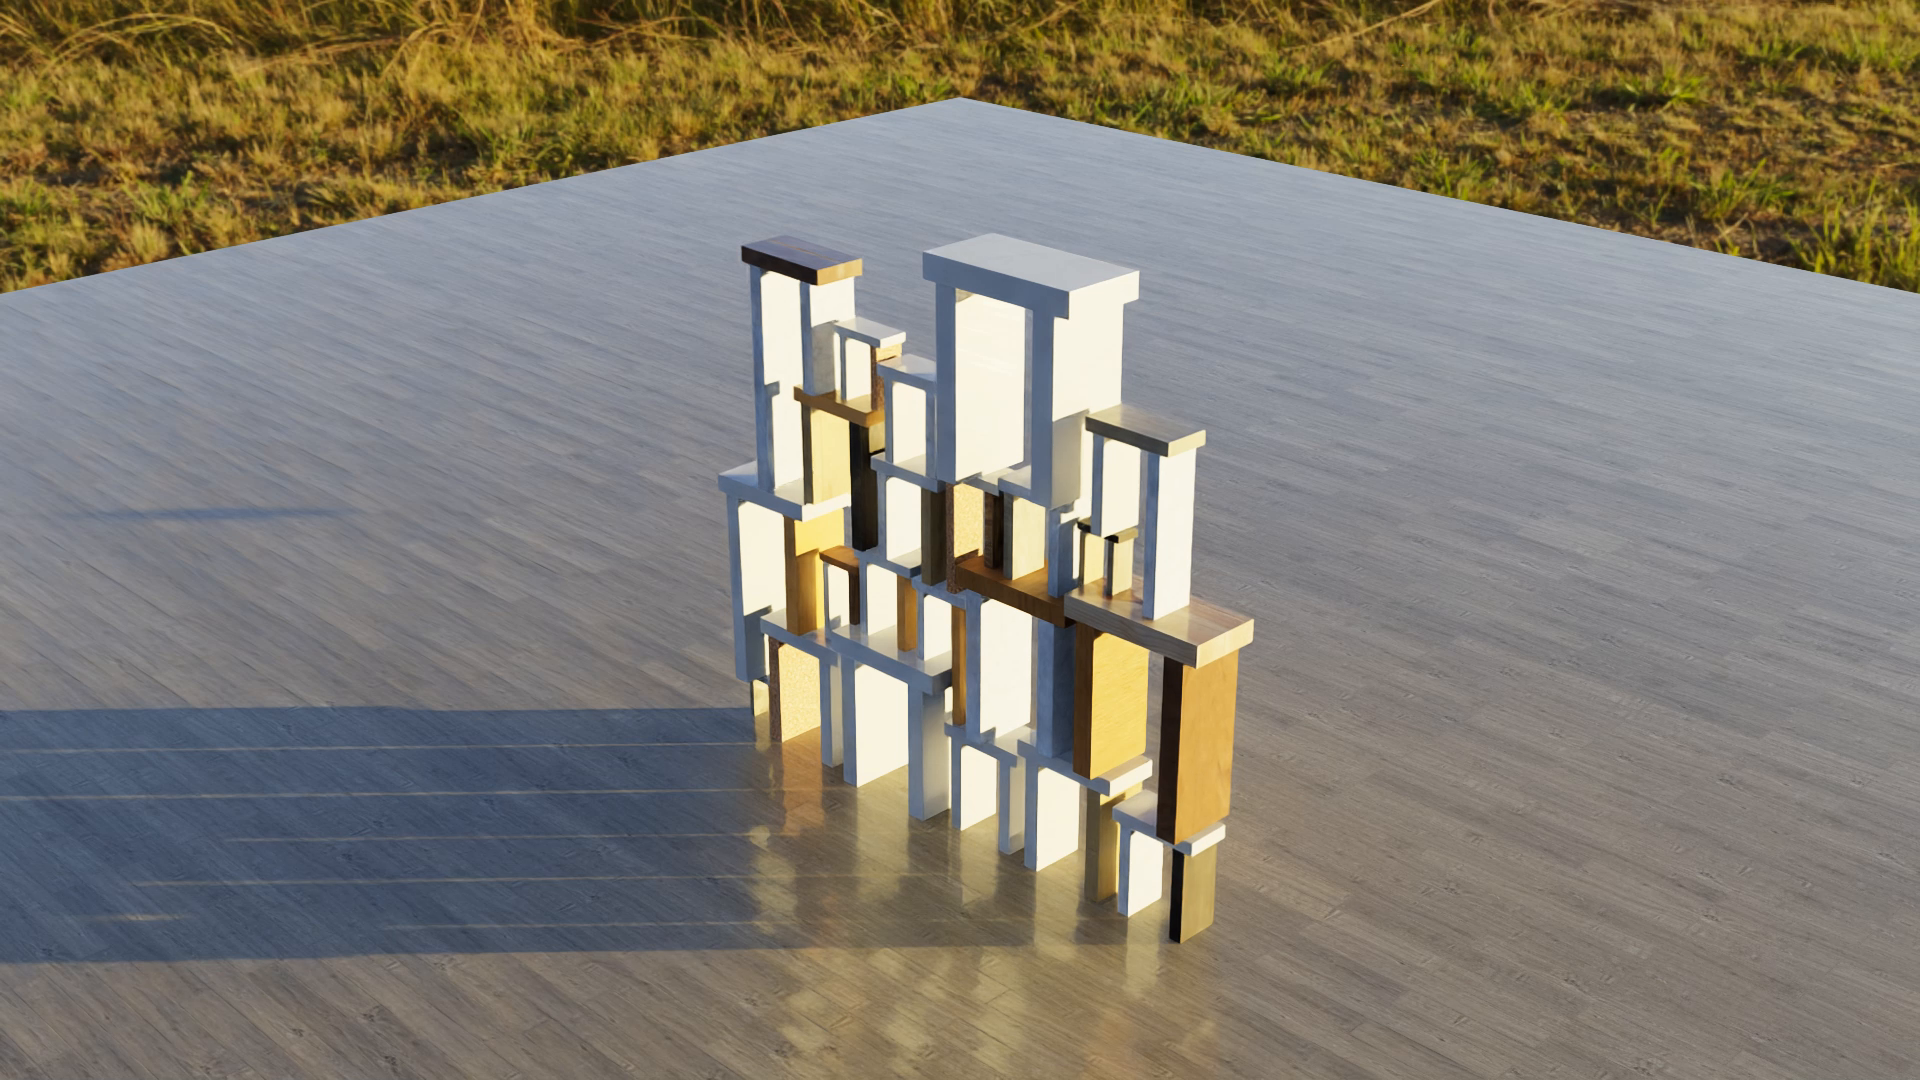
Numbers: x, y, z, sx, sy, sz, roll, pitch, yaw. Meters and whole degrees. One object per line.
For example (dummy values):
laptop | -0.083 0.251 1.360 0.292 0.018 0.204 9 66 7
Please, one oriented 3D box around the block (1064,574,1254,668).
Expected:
block | 0.350 0.137 3.904 0.308 0.044 0.154 21 31 41

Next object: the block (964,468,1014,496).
block | 0.044 -0.122 4.128 0.152 0.022 0.076 21 31 41

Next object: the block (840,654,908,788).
block | -0.176 0.351 4.558 0.042 0.293 0.147 21 31 41

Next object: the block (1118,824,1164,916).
block | 0.338 0.600 4.106 0.027 0.189 0.095 21 31 41

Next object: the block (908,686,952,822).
block | -0.037 0.405 4.430 0.042 0.293 0.147 21 31 41

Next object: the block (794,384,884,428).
block | -0.220 -0.277 4.349 0.211 0.030 0.106 22 32 39

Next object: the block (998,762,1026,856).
block | 0.121 0.508 4.309 0.028 0.199 0.099 21 31 41

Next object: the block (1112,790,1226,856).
block | 0.381 0.517 4.025 0.189 0.027 0.094 21 31 40

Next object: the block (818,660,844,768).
block | -0.238 0.346 4.633 0.034 0.243 0.121 21 31 41

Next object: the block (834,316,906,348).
block | -0.175 -0.401 4.248 0.130 0.018 0.065 22 32 39

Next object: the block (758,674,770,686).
block | -0.418 0.296 4.806 0.094 0.013 0.047 21 31 40

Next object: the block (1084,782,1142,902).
block | 0.289 0.555 4.151 0.118 0.236 0.033 -21 31 -41

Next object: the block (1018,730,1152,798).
block | 0.234 0.409 4.149 0.236 0.033 0.118 21 31 41

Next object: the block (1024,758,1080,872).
block | 0.178 0.512 4.253 0.033 0.236 0.118 21 31 41

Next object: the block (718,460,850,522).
block | -0.368 -0.106 4.577 0.263 0.037 0.131 20 31 40

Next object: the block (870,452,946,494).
block | -0.077 -0.138 4.254 0.182 0.026 0.091 21 30 40

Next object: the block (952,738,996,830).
block | 0.028 0.471 4.395 0.099 0.199 0.028 -21 31 -41

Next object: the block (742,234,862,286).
block | -0.312 -0.550 4.320 0.114 0.032 0.229 -22 32 -40

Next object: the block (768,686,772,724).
block | -0.396 0.354 4.807 0.013 0.094 0.047 21 31 41

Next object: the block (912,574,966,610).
block | -0.017 0.094 4.277 0.074 0.021 0.148 -21 31 -40

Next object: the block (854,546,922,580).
block | -0.127 0.033 4.378 0.163 0.023 0.081 21 31 41

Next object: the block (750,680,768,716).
block | -0.440 0.337 4.847 0.013 0.094 0.047 21 31 41

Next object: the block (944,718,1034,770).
block | 0.074 0.385 4.308 0.099 0.028 0.199 -21 31 -41

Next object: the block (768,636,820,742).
block | -0.352 0.302 4.739 0.034 0.243 0.122 21 31 41

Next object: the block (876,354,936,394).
block | -0.068 -0.314 4.165 0.085 0.024 0.171 -21 31 -41

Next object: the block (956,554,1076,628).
block | 0.140 0.085 4.109 0.139 0.039 0.278 -21 31 -41

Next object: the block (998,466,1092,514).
block | 0.159 -0.092 4.010 0.085 0.024 0.170 -22 31 -40

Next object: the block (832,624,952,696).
block | -0.106 0.224 4.428 0.293 0.042 0.147 21 31 41

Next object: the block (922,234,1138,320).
block | 0.122 -0.469 3.889 0.178 0.050 0.356 -22 31 -40

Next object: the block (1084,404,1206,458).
block | 0.319 -0.190 3.798 0.095 0.027 0.191 -21 31 -40

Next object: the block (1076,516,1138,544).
block | 0.264 -0.020 3.940 0.051 0.014 0.102 -20 30 -40

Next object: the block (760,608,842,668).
block | -0.295 0.196 4.632 0.243 0.034 0.122 21 31 41

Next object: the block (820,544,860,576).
block | -0.228 0.040 4.492 0.115 0.016 0.058 21 31 40
